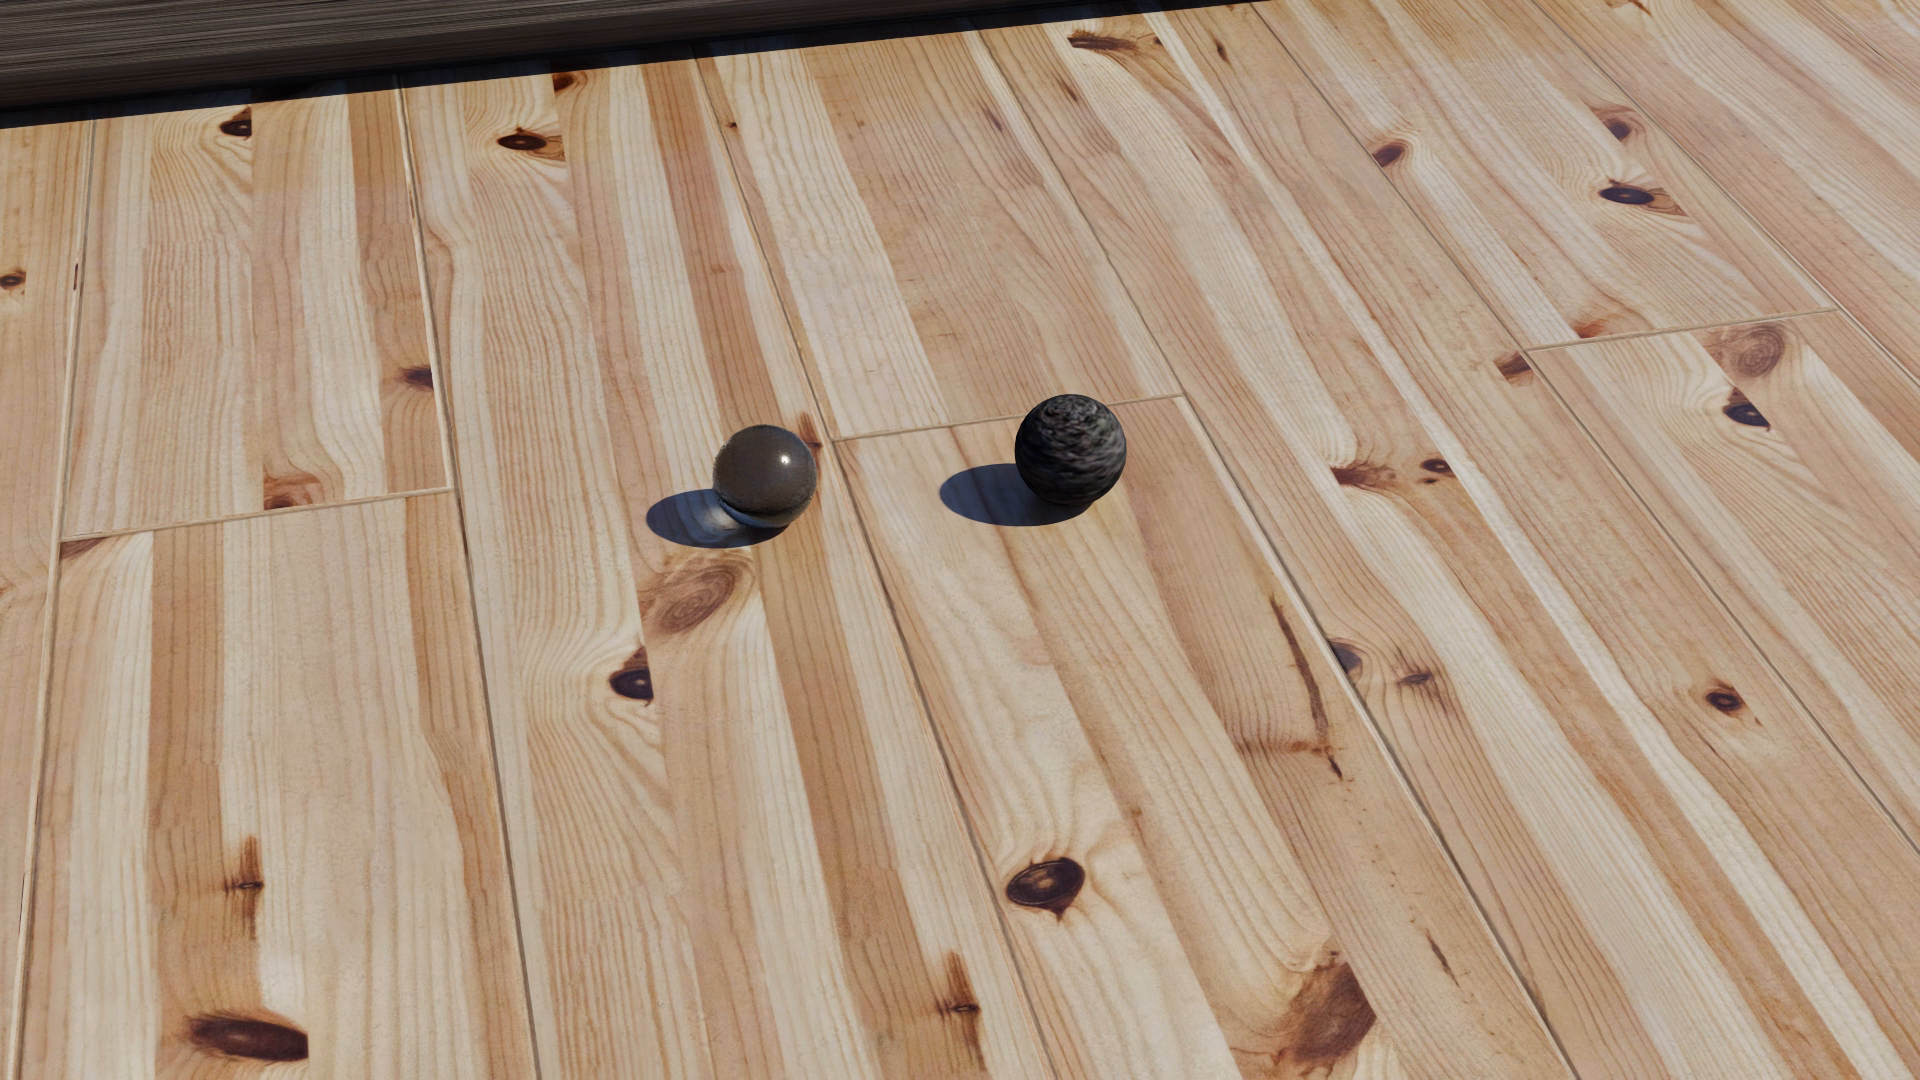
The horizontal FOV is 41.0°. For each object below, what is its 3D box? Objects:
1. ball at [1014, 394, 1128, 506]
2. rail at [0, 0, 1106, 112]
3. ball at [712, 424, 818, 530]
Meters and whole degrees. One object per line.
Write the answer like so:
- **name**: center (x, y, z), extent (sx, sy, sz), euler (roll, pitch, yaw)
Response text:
- **ball**: center (0.071, -0.058, 1.655), extent (0.073, 0.073, 0.073), euler (0, 36, 0)
- **rail**: center (0.530, -0.565, 2.333), extent (2.936, 0.097, 0.045), euler (-8, 37, -11)
- **ball**: center (-0.124, -0.040, 1.635), extent (0.067, 0.067, 0.067), euler (0, 36, 0)
